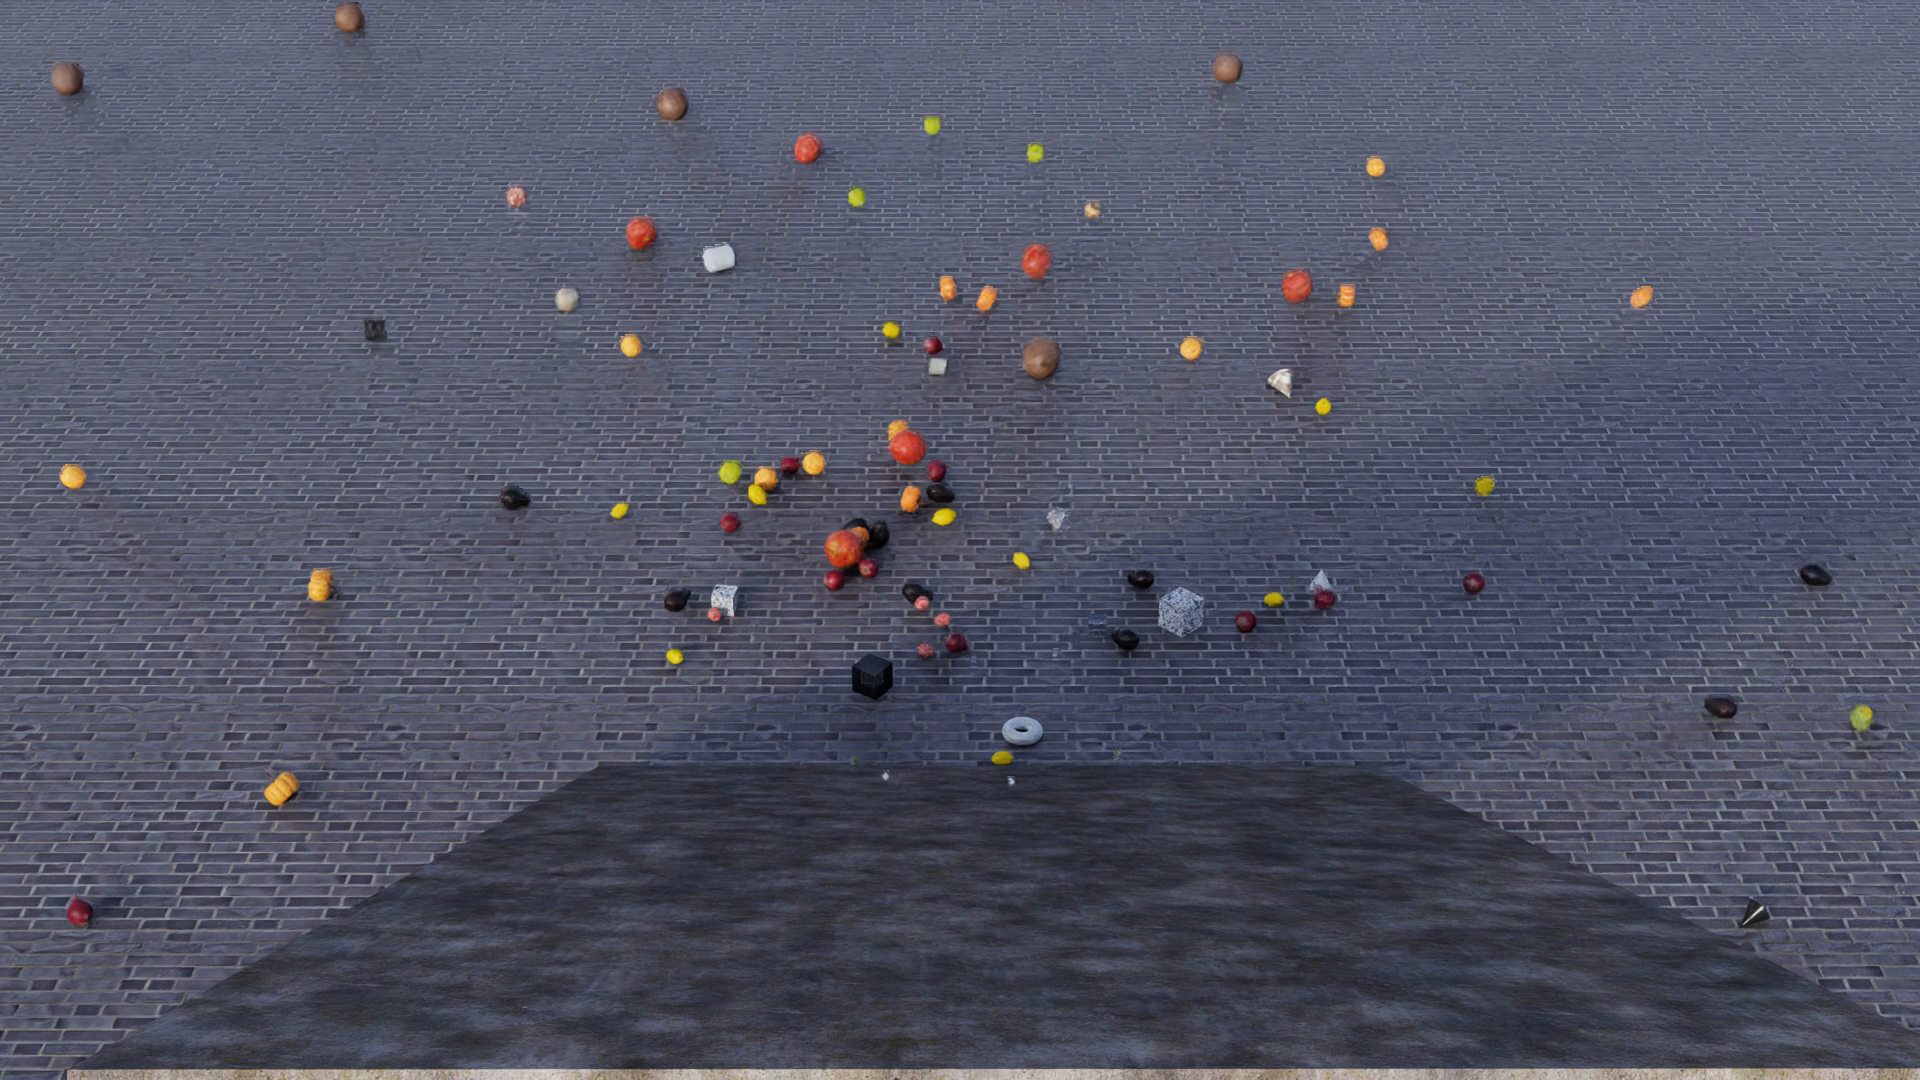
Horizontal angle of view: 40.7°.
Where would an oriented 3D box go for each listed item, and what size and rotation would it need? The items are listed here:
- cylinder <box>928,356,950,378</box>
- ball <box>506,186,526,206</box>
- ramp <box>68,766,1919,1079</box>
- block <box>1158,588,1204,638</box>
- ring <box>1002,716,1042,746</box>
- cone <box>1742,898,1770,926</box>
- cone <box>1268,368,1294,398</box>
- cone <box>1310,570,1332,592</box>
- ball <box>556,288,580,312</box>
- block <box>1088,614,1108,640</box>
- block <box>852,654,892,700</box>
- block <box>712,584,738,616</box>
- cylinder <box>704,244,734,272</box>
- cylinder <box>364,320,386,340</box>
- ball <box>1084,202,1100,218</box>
[{"bbox_3d":[-0.070,-0.583,8.725,0.056,0.056,0.056,22,36,12],"label":"cylinder"},{"bbox_3d":[-1.694,-1.312,9.906,0.075,0.075,0.075,0,31,0],"label":"ball"},{"bbox_3d":[0.070,0.617,4.695,2.000,0.100,4.000,0,0,0],"label":"ramp"},{"bbox_3d":[0.632,0.206,7.394,0.090,0.090,0.090,27,41,37],"label":"block"},{"bbox_3d":[0.167,0.513,6.941,0.110,0.037,0.110,0,30,0],"label":"ring"},{"bbox_3d":[1.917,0.917,6.283,0.065,0.065,0.065,-40,43,-10],"label":"cone"},{"bbox_3d":[1.083,-0.505,8.610,0.092,0.092,0.092,-10,59,-16],"label":"cone"},{"bbox_3d":[1.056,0.111,7.576,0.063,0.063,0.063,0,31,0],"label":"cone"},{"bbox_3d":[-1.384,-0.847,9.131,0.086,0.086,0.086,0,31,0],"label":"ball"},{"bbox_3d":[0.391,0.246,7.363,0.053,0.053,0.053,2,31,3],"label":"block"},{"bbox_3d":[-0.241,0.375,7.124,0.080,0.080,0.080,19,36,29],"label":"block"},{"bbox_3d":[-0.677,0.174,7.470,0.064,0.064,0.064,5,32,8],"label":"block"},{"bbox_3d":[-0.876,-1.023,9.420,0.085,0.085,0.085,-17,35,-26],"label":"cylinder"},{"bbox_3d":[-2.020,-0.726,8.943,0.065,0.065,0.065,-7,32,-18],"label":"cylinder"},{"bbox_3d":[0.503,-1.249,9.814,0.063,0.063,0.063,0,31,0],"label":"ball"}]
